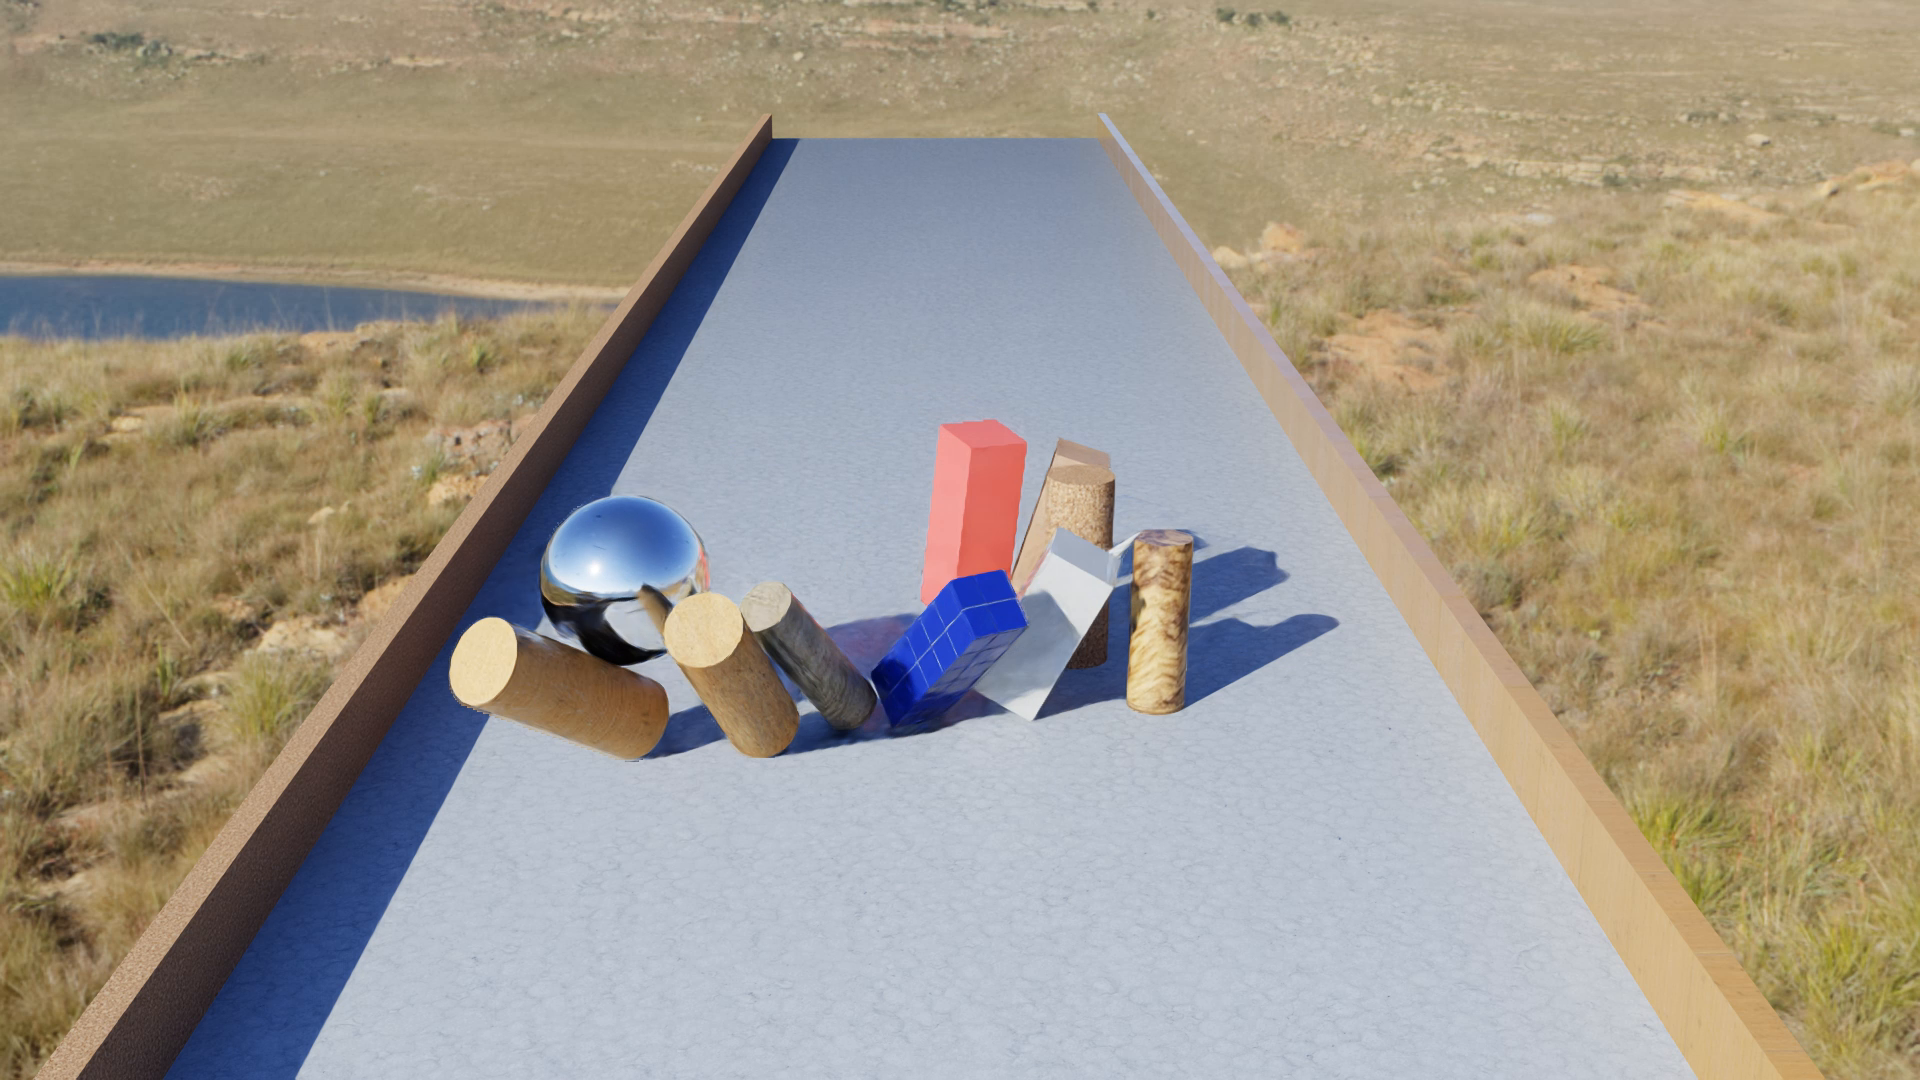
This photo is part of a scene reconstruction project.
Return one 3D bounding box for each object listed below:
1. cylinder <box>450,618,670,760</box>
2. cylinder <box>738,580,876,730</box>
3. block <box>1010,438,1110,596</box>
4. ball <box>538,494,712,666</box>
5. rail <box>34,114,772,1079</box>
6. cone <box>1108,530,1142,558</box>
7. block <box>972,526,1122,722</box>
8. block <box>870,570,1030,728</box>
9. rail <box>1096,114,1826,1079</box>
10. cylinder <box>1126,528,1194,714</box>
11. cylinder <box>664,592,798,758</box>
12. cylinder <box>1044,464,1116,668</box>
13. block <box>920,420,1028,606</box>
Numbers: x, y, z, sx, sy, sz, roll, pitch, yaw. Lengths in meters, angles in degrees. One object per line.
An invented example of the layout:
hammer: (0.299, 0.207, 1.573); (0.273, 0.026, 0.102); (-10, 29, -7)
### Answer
cylinder: (-0.682, 0.259, 3.776); (0.151, 0.151, 0.387); (13, -10, 37)
cylinder: (-0.270, 0.211, 3.944); (0.104, 0.348, 0.104); (-15, 51, 18)
block: (0.188, 0.003, 4.487); (0.108, 0.396, 0.108); (18, 21, -1)
ball: (-0.594, 0.072, 3.909); (0.305, 0.305, 0.305); (0, 17, 0)
rail: (-1.118, -0.838, 7.780); (0.050, 0.150, 12.000); (0, 17, -1)
cone: (0.199, 0.109, 4.165); (0.128, 0.433, 0.128); (31, 34, -24)
block: (0.158, 0.155, 4.084); (0.133, 0.318, 0.133); (29, 24, -2)
block: (-0.023, 0.199, 3.963); (0.114, 0.114, 0.373); (-11, -24, -32)
rail: (0.932, -0.844, 7.801); (0.050, 0.150, 12.000); (0, 17, -1)
cylinder: (0.374, 0.153, 4.126); (0.110, 0.331, 0.110); (1, 17, 0)
cylinder: (-0.385, 0.237, 3.758); (0.132, 0.132, 0.427); (3, -25, 11)
cylinder: (0.233, 0.053, 4.366); (0.135, 0.383, 0.135); (1, 19, 0)
block: (0.027, -0.036, 4.606); (0.133, 0.403, 0.133); (-7, 27, -29)
